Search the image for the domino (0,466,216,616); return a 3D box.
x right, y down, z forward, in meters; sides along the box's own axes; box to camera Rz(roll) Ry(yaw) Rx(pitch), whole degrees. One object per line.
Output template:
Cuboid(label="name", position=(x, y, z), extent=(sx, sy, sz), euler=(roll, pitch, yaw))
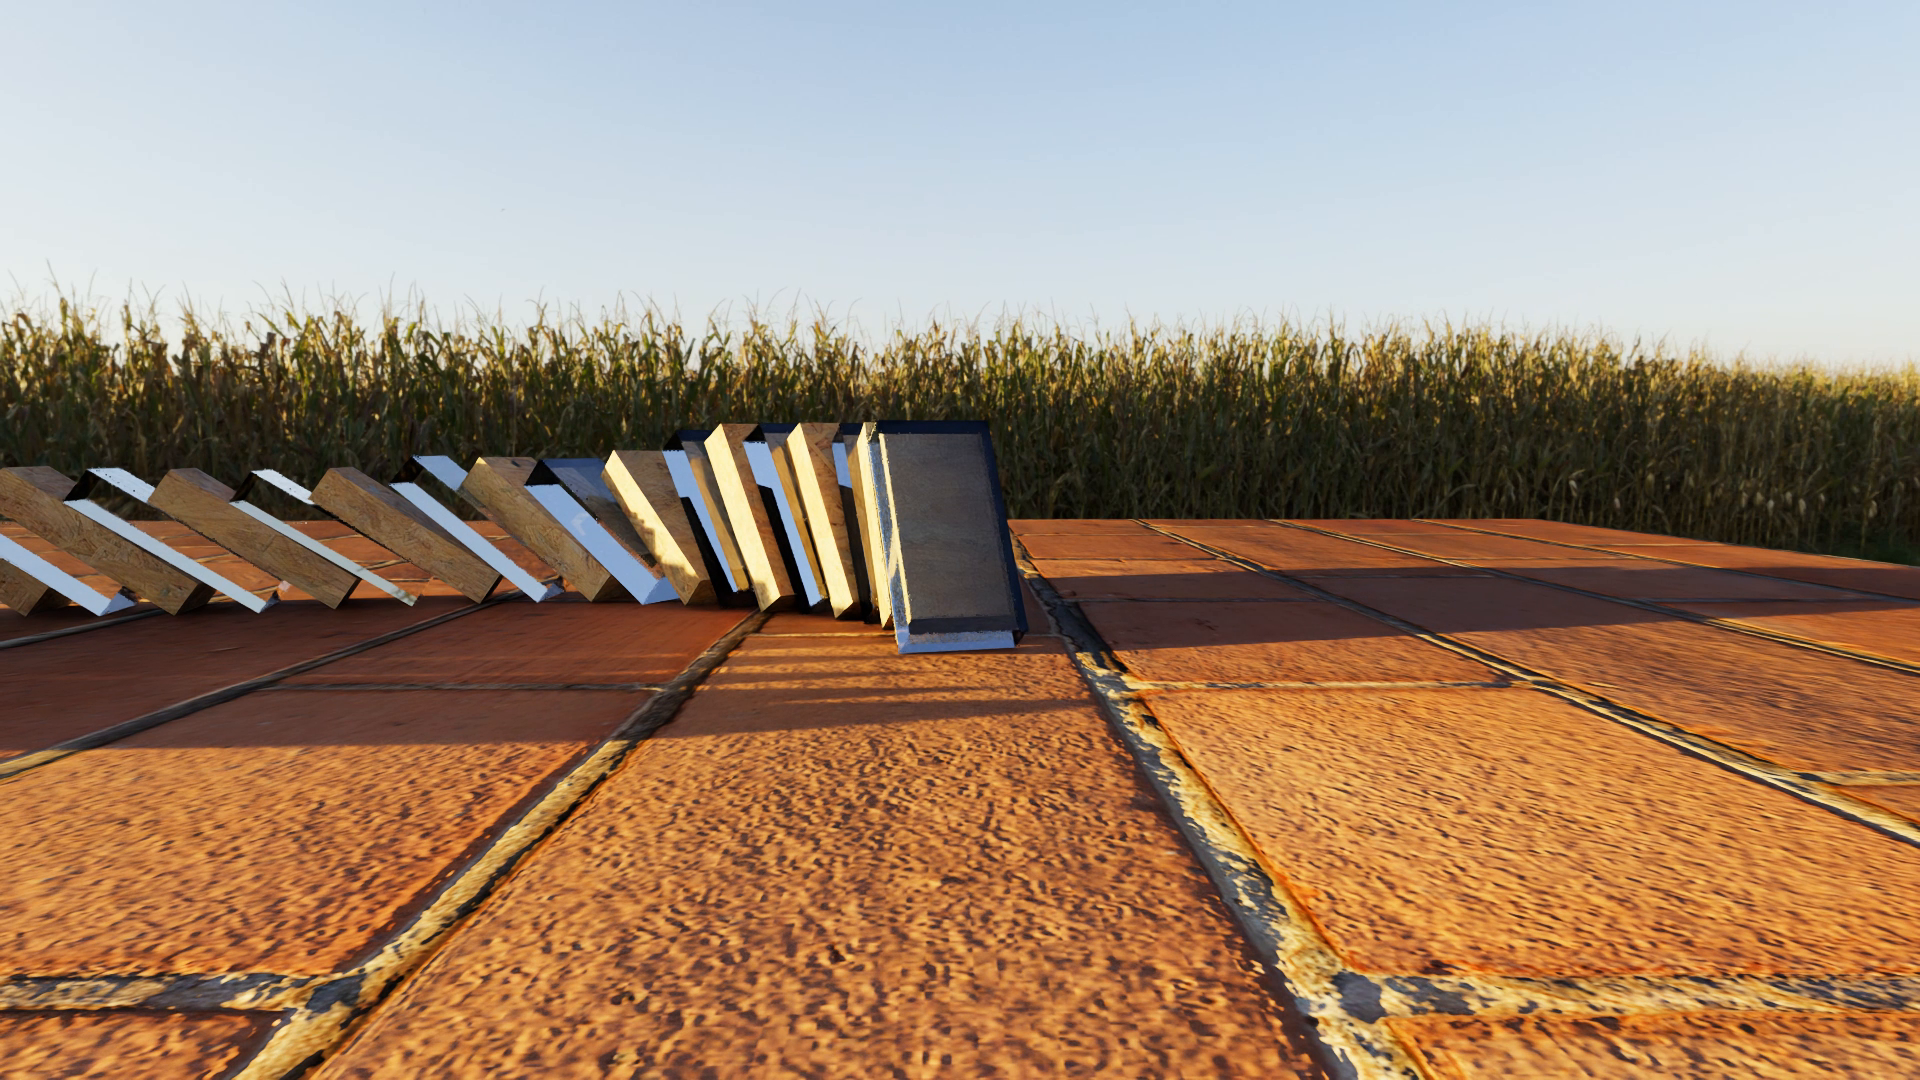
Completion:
Cuboid(label="domino", position=(-0.215, 0.000, 0.324), extent=(0.050, 0.010, 0.025), euler=(36, -5, -14))

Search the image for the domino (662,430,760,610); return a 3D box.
Cuboid(label="domino", position=(-0.059, -0.006, 0.344), extent=(0.025, 0.050, 0.009), euler=(-3, -30, -43))

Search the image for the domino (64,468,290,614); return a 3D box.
Cuboid(label="domino", position=(-0.197, 0.000, 0.328), extent=(0.050, 0.009, 0.025), euler=(35, -7, -17))

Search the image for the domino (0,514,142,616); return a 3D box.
Cuboid(label="domino", position=(-0.232, 0.000, 0.323), extent=(0.050, 0.009, 0.025), euler=(37, -5, -14))

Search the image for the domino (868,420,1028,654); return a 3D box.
Cuboid(label="domino", position=(-0.003, -0.002, 0.271), extent=(0.025, 0.050, 0.009), euler=(-1, -27, -17))

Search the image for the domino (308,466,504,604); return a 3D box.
Cuboid(label="domino", position=(-0.148, -0.002, 0.348), extent=(0.050, 0.009, 0.025), euler=(34, -4, -13))

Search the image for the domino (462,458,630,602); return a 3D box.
Cuboid(label="domino", position=(-0.112, -0.004, 0.359), extent=(0.050, 0.010, 0.025), euler=(40, 12, 9))

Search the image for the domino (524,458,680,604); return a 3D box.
Cuboid(label="domino", position=(-0.094, -0.003, 0.356), extent=(0.050, 0.009, 0.025), euler=(42, 18, 15))

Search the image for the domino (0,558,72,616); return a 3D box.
Cuboid(label="domino", position=(-0.248, 0.000, 0.321), extent=(0.050, 0.009, 0.025), euler=(37, -6, -14))

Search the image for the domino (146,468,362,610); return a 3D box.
Cuboid(label="domino", position=(-0.182, -0.001, 0.335), extent=(0.050, 0.009, 0.025), euler=(35, -7, -17))

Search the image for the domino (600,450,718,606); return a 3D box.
Cuboid(label="domino", position=(-0.075, -0.004, 0.353), extent=(0.025, 0.009, 0.050), euler=(-4, 47, -50))

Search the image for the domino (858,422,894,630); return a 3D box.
Cuboid(label="domino", position=(-0.008, -0.004, 0.305), extent=(0.025, 0.050, 0.010), euler=(-1, -27, -17))

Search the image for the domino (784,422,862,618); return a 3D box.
Cuboid(label="domino", position=(-0.025, -0.006, 0.325), extent=(0.025, 0.050, 0.009), euler=(-3, -26, -35))

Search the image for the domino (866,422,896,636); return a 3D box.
Cuboid(label="domino", position=(-0.005, -0.003, 0.294), extent=(0.025, 0.050, 0.009), euler=(-1, -27, -17))

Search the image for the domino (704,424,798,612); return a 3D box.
Cuboid(label="domino", position=(-0.047, -0.007, 0.337), extent=(0.025, 0.050, 0.009), euler=(-4, -25, -43))

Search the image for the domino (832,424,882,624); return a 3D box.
Cuboid(label="domino", position=(-0.015, -0.005, 0.315), extent=(0.025, 0.050, 0.009), euler=(-2, -27, -22))

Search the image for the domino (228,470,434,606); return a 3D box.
Cuboid(label="domino", position=(-0.165, -0.001, 0.341), extent=(0.050, 0.009, 0.025), euler=(34, -6, -17))

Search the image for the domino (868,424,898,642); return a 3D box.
Cuboid(label="domino", position=(-0.004, -0.002, 0.283), extent=(0.025, 0.050, 0.009), euler=(-1, -27, -17))

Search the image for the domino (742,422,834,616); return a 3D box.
Cuboid(label="domino", position=(-0.036, -0.006, 0.332), extent=(0.025, 0.050, 0.009), euler=(-4, -25, -43))

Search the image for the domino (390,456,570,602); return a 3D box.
Cuboid(label="domino", position=(-0.130, -0.004, 0.355), extent=(0.050, 0.009, 0.025), euler=(39, 2, -4))
